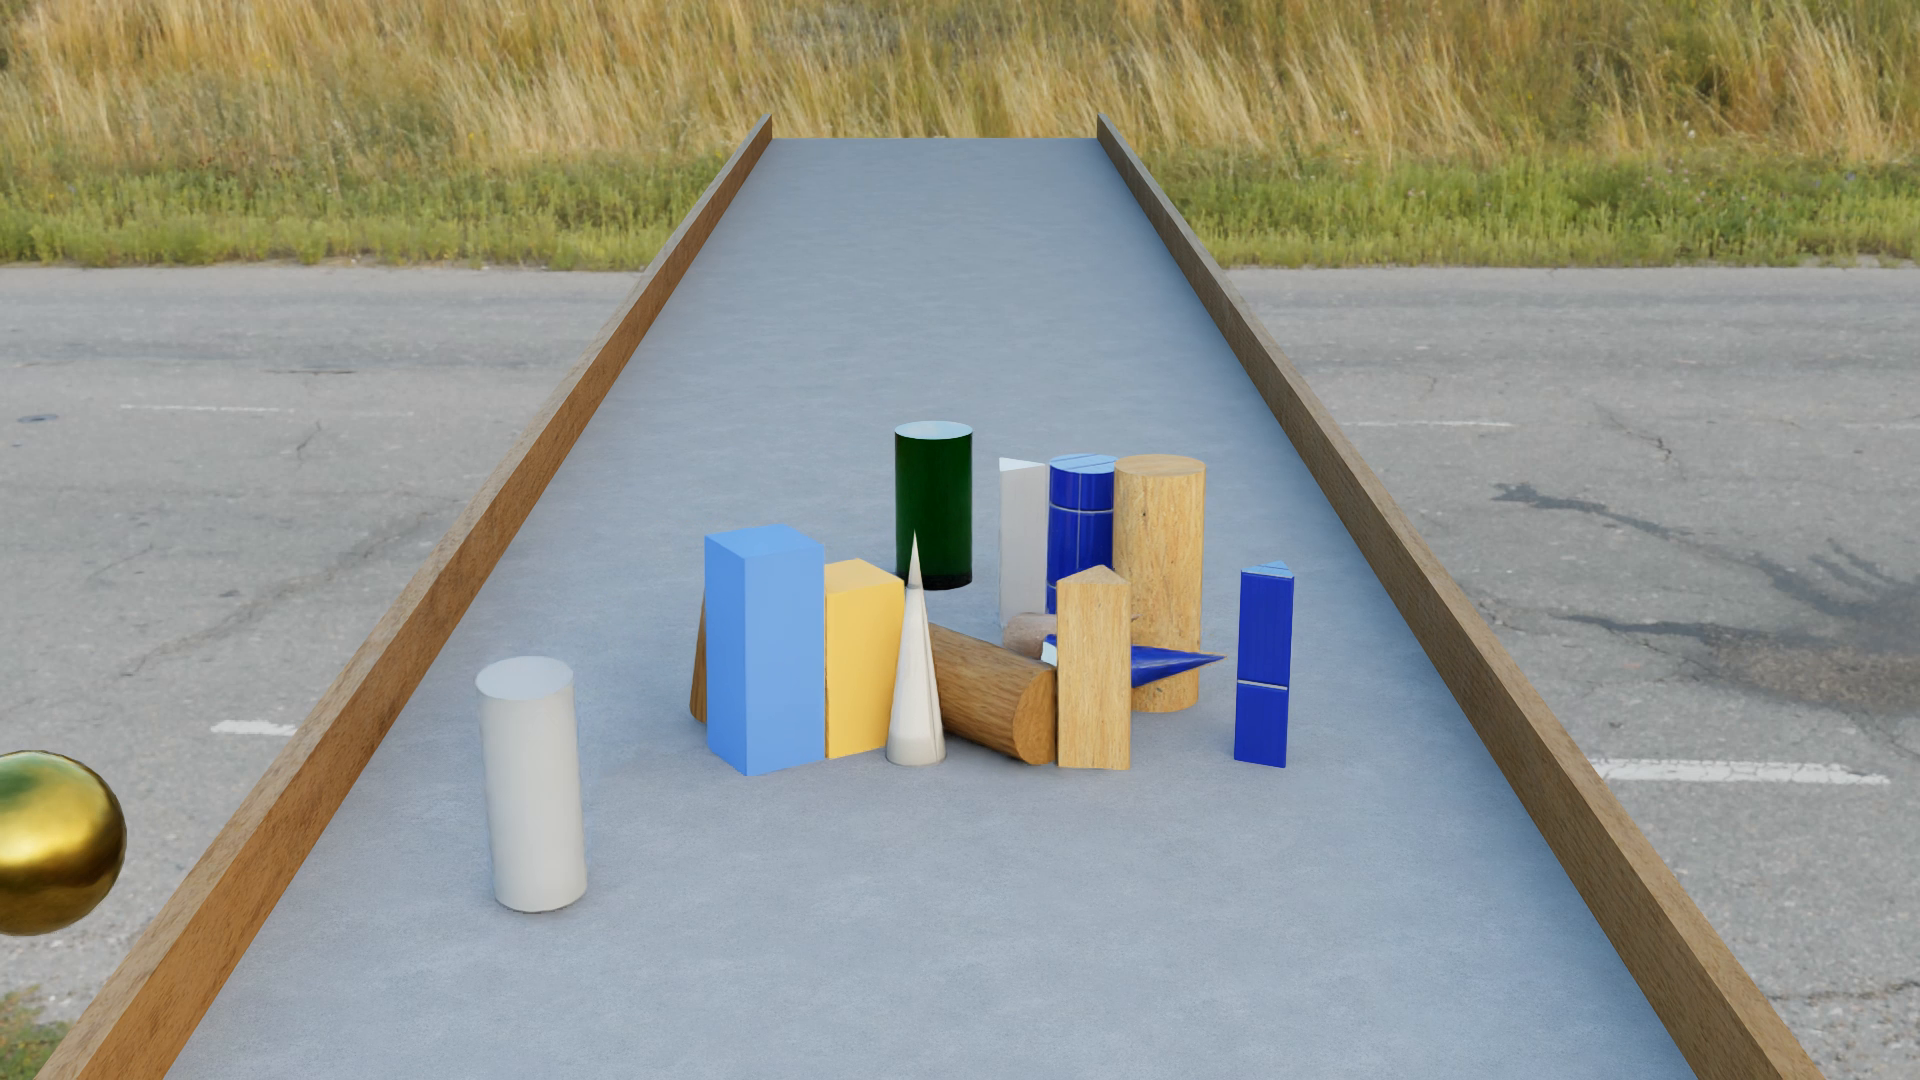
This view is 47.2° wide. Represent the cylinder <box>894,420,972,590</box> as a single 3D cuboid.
[{"bbox_3d":[-0.058,-0.077,4.885,0.172,0.344,0.172,0,17,0],"label":"cylinder"}]

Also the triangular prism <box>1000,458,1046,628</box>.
[{"bbox_3d":[0.108,0.002,4.625,0.109,0.340,0.094,-9,19,-28],"label":"triangular prism"}]

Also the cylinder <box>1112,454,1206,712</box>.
[{"bbox_3d":[0.372,0.081,4.153,0.171,0.458,0.171,0,16,0],"label":"cylinder"}]

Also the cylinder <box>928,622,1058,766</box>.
[{"bbox_3d":[0.037,0.275,3.992,0.177,0.177,0.347,-15,22,-41],"label":"cylinder"}]

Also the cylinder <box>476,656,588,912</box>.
[{"bbox_3d":[-0.641,0.366,3.299,0.142,0.357,0.142,0,23,0],"label":"cylinder"}]

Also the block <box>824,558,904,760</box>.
[{"bbox_3d":[-0.208,0.213,3.971,0.158,0.308,0.158,-10,19,-31],"label":"block"}]

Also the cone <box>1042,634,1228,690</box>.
[{"bbox_3d":[0.333,0.232,4.075,0.333,0.150,0.150,-7,14,17],"label":"cone"}]

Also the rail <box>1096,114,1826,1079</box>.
[{"bbox_3d":[0.932,-0.844,7.801,0.050,0.150,12.000,0,17,-1],"label":"rail"}]

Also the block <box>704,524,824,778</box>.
[{"bbox_3d":[-0.343,0.192,3.874,0.154,0.400,0.154,-9,20,-31],"label":"block"}]

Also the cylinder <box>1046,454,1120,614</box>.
[{"bbox_3d":[0.248,0.045,4.357,0.154,0.407,0.154,1,17,0],"label":"cylinder"}]

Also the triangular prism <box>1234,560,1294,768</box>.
[{"bbox_3d":[0.547,0.216,3.880,0.094,0.353,0.081,8,18,24],"label":"triangular prism"}]

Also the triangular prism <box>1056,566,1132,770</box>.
[{"bbox_3d":[0.243,0.223,3.879,0.129,0.340,0.112,2,16,11],"label":"triangular prism"}]

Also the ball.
[{"bbox_3d":[-1.331,0.433,3.141,0.264,0.264,0.264,0,17,0],"label":"ball"}]

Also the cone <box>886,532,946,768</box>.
[{"bbox_3d":[-0.078,0.184,3.867,0.109,0.422,0.109,0,17,0],"label":"cone"}]

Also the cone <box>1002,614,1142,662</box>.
[{"bbox_3d":[0.236,0.174,4.178,0.137,0.137,0.327,-15,-3,-41],"label":"cone"}]

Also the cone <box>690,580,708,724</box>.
[{"bbox_3d":[-0.445,0.160,3.980,0.107,0.397,0.107,1,42,-1],"label":"cone"}]

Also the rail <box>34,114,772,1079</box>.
[{"bbox_3d":[-1.118,-0.838,7.780,0.050,0.150,12.000,0,17,-1],"label":"rail"}]
